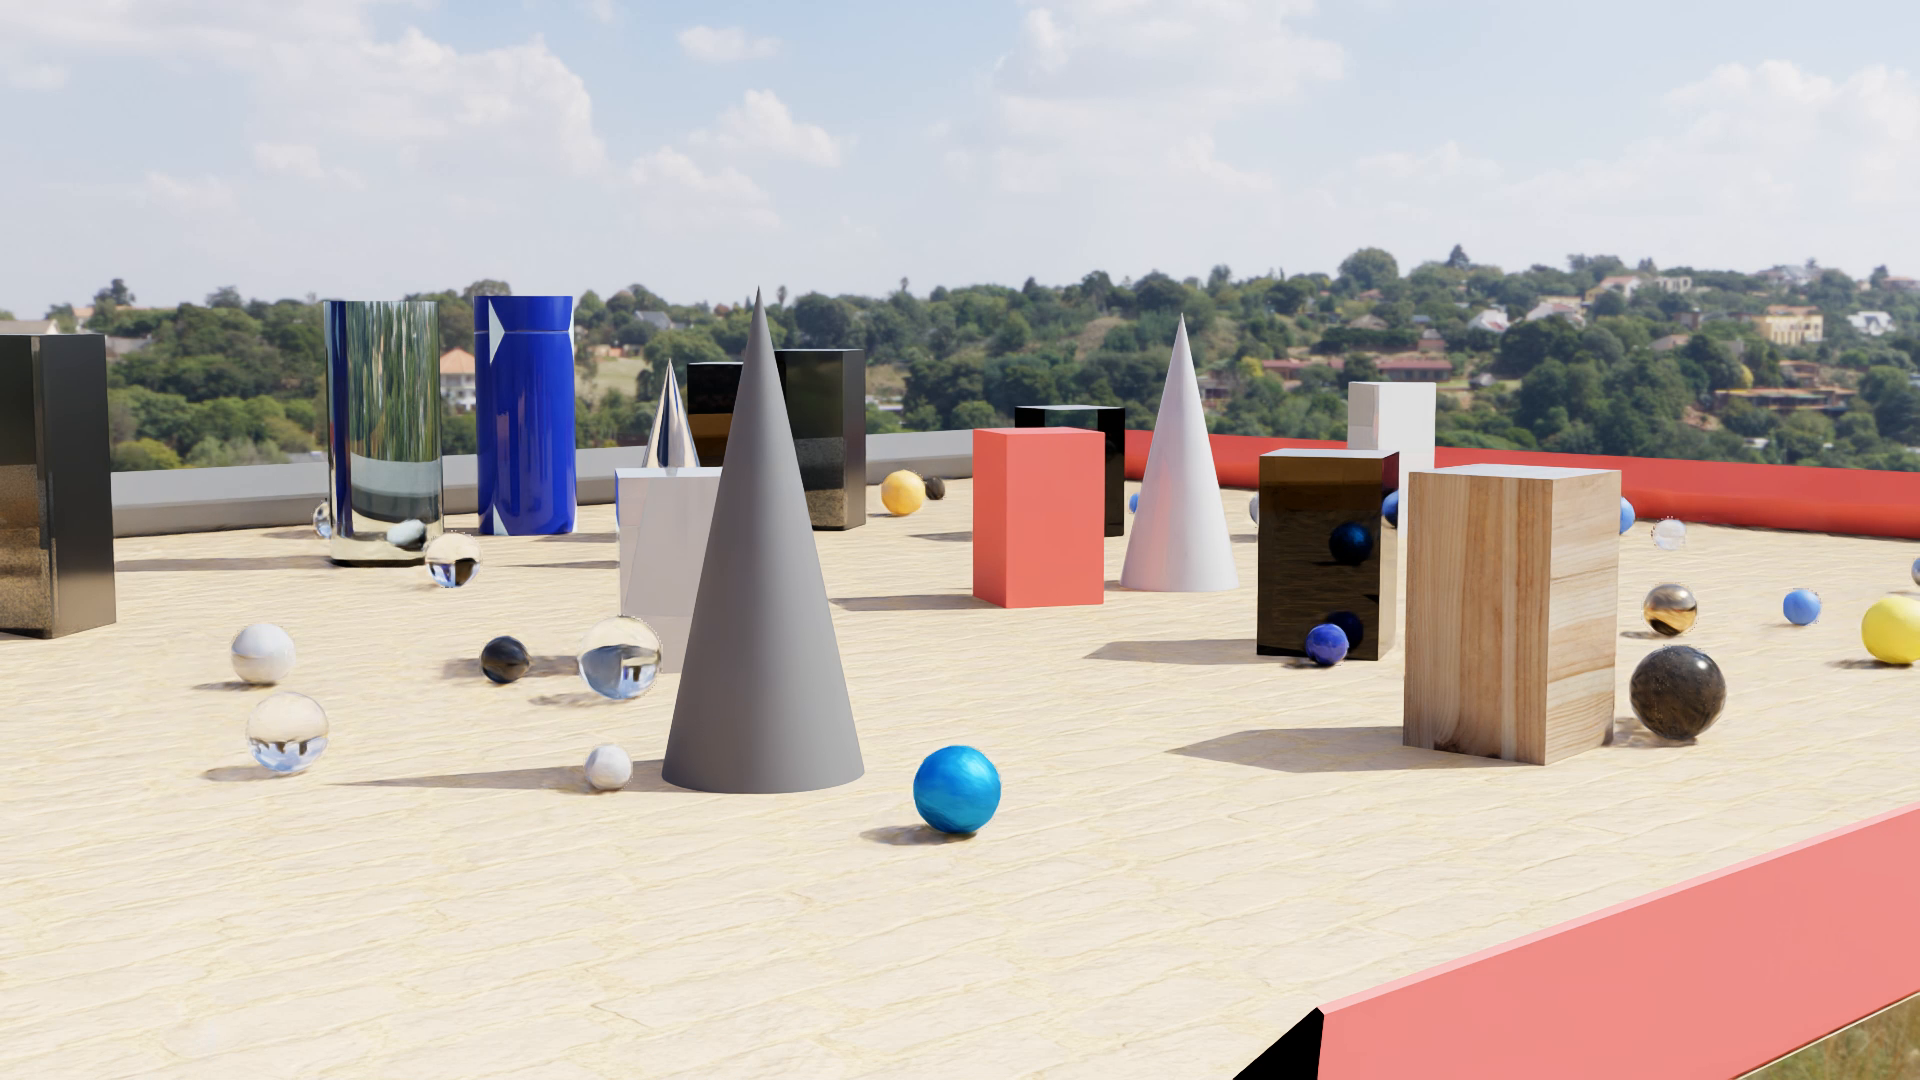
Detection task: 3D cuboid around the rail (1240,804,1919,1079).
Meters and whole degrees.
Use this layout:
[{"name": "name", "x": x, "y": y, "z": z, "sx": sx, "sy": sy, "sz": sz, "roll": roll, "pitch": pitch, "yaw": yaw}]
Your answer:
[{"name": "rail", "x": 1.226, "y": 0.171, "z": 2.011, "sx": 4.057, "sy": 0.127, "sz": 0.045, "roll": -5, "pitch": 8, "yaw": -42}]

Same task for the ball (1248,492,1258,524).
[{"name": "ball", "x": 0.632, "y": -0.065, "z": 4.492, "sx": 0.083, "sy": 0.083, "sz": 0.083, "roll": 0, "pitch": 6, "yaw": 0}]

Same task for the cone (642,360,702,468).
[{"name": "cone", "x": -0.506, "y": -0.138, "z": 3.855, "sx": 0.196, "sy": 0.362, "sz": 0.196, "roll": 0, "pitch": 6, "yaw": 0}]

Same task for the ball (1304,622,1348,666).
[{"name": "ball", "x": 0.459, "y": 0.131, "z": 2.756, "sx": 0.054, "sy": 0.054, "sz": 0.054, "roll": 0, "pitch": 6, "yaw": 0}]

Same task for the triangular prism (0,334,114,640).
[{"name": "triangular prism", "x": -1.255, "y": -0.081, "z": 3.067, "sx": 0.170, "sy": 0.411, "sz": 0.147, "roll": 5, "pitch": 8, "yaw": 39}]

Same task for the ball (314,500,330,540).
[{"name": "ball", "x": -1.128, "y": -0.037, "z": 3.967, "sx": 0.075, "sy": 0.075, "sz": 0.075, "roll": 0, "pitch": 6, "yaw": 0}]

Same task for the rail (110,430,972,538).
[{"name": "rail", "x": -1.226, "y": -0.105, "z": 4.653, "sx": 4.057, "sy": 0.127, "sz": 0.045, "roll": -5, "pitch": 8, "yaw": -42}]

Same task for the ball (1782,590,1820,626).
[{"name": "ball", "x": 1.192, "y": 0.095, "z": 3.114, "sx": 0.051, "sy": 0.051, "sz": 0.051, "roll": 0, "pitch": 6, "yaw": 0}]

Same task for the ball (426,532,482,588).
[{"name": "ball", "x": -0.815, "y": 0.032, "z": 3.538, "sx": 0.089, "sy": 0.089, "sz": 0.089, "roll": 0, "pitch": 6, "yaw": 0}]

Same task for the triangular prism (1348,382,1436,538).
[{"name": "triangular prism", "x": 0.822, "y": -0.159, "z": 4.344, "sx": 0.170, "sy": 0.302, "sz": 0.147, "roll": -5, "pitch": 8, "yaw": -37}]

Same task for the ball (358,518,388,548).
[{"name": "ball", "x": -1.099, "y": -0.012, "z": 4.114, "sx": 0.057, "sy": 0.057, "sz": 0.057, "roll": 0, "pitch": 6, "yaw": 0}]

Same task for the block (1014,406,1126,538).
[{"name": "block", "x": 0.216, "y": -0.136, "z": 4.353, "sx": 0.157, "sy": 0.253, "sz": 0.157, "roll": -4, "pitch": 7, "yaw": -31}]

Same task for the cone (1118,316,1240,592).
[{"name": "cone", "x": 0.356, "y": -0.147, "z": 3.550, "sx": 0.196, "sy": 0.442, "sz": 0.196, "roll": 0, "pitch": 6, "yaw": 0}]

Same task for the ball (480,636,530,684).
[{"name": "ball", "x": -0.544, "y": 0.143, "z": 2.627, "sx": 0.057, "sy": 0.057, "sz": 0.057, "roll": 0, "pitch": 6, "yaw": 0}]

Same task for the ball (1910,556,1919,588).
[{"name": "ball", "x": 1.535, "y": 0.051, "z": 3.468, "sx": 0.066, "sy": 0.066, "sz": 0.066, "roll": 0, "pitch": 6, "yaw": 0}]

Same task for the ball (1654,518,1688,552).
[{"name": "ball", "x": 1.316, "y": -0.010, "z": 4.071, "sx": 0.060, "sy": 0.060, "sz": 0.060, "roll": 0, "pitch": 6, "yaw": 0}]

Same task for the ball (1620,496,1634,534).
[{"name": "ball", "x": 1.297, "y": -0.049, "z": 4.361, "sx": 0.078, "sy": 0.078, "sz": 0.078, "roll": 0, "pitch": 6, "yaw": 0}]

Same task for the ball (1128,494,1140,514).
[{"name": "ball", "x": 0.391, "y": -0.079, "z": 4.795, "sx": 0.047, "sy": 0.047, "sz": 0.047, "roll": 0, "pitch": 6, "yaw": 0}]

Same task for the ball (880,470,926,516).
[{"name": "ball", "x": -0.124, "y": -0.102, "z": 4.777, "sx": 0.098, "sy": 0.098, "sz": 0.098, "roll": 0, "pitch": 6, "yaw": 0}]

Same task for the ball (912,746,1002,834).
[{"name": "ball", "x": -0.003, "y": 0.213, "z": 1.873, "sx": 0.075, "sy": 0.075, "sz": 0.075, "roll": 0, "pitch": 6, "yaw": 0}]

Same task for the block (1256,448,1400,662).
[{"name": "block", "x": 0.484, "y": 0.015, "z": 2.883, "sx": 0.157, "sy": 0.259, "sz": 0.157, "roll": 2, "pitch": 6, "yaw": 19}]

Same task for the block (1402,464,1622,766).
[{"name": "block", "x": 0.565, "y": 0.070, "z": 2.250, "sx": 0.157, "sy": 0.281, "sz": 0.157, "roll": 5, "pitch": 8, "yaw": 40}]

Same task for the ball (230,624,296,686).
[{"name": "ball", "x": -0.826, "y": 0.136, "z": 2.608, "sx": 0.075, "sy": 0.075, "sz": 0.075, "roll": 0, "pitch": 6, "yaw": 0}]

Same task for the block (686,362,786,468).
[{"name": "block", "x": -0.437, "y": -0.177, "z": 4.328, "sx": 0.157, "sy": 0.341, "sz": 0.157, "roll": 1, "pitch": 6, "yaw": 10}]

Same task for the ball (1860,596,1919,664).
[{"name": "ball", "x": 1.180, "y": 0.114, "z": 2.769, "sx": 0.086, "sy": 0.086, "sz": 0.086, "roll": 0, "pitch": 6, "yaw": 0}]

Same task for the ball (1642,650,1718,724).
[{"name": "ball", "x": 0.777, "y": 0.159, "z": 2.376, "sx": 0.078, "sy": 0.078, "sz": 0.078, "roll": 0, "pitch": 6, "yaw": 0}]

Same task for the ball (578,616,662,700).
[{"name": "ball", "x": -0.390, "y": 0.135, "z": 2.521, "sx": 0.095, "sy": 0.095, "sz": 0.095, "roll": 0, "pitch": 6, "yaw": 0}]

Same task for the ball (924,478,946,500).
[{"name": "ball", "x": -0.058, "y": -0.119, "z": 5.162, "sx": 0.052, "sy": 0.052, "sz": 0.052, "roll": 0, "pitch": 6, "yaw": 0}]

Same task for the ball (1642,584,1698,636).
[{"name": "ball", "x": 0.975, "y": 0.095, "z": 3.018, "sx": 0.072, "sy": 0.072, "sz": 0.072, "roll": 0, "pitch": 6, "yaw": 0}]

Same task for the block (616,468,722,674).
[{"name": "block", "x": -0.351, "y": 0.035, "z": 2.769, "sx": 0.157, "sy": 0.242, "sz": 0.157, "roll": -1, "pitch": 6, "yaw": -10}]

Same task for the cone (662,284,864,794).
[{"name": "cone", "x": -0.190, "y": -0.009, "z": 2.101, "sx": 0.196, "sy": 0.469, "sz": 0.196, "roll": 0, "pitch": 6, "yaw": 0}]

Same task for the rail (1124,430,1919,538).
[{"name": "rail", "x": 1.473, "y": -0.108, "z": 4.684, "sx": 0.045, "sy": 0.127, "sz": 3.662, "roll": -5, "pitch": 8, "yaw": -42}]

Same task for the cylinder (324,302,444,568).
[{"name": "cylinder", "x": -1.014, "y": -0.190, "z": 3.878, "sx": 0.196, "sy": 0.459, "sz": 0.196, "roll": 0, "pitch": 6, "yaw": 0}]

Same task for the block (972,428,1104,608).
[{"name": "block", "x": 0.119, "y": -0.037, "z": 3.372, "sx": 0.157, "sy": 0.261, "sz": 0.157, "roll": -2, "pitch": 6, "yaw": -18}]

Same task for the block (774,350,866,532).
[{"name": "block", "x": -0.291, "y": -0.208, "z": 4.512, "sx": 0.157, "sy": 0.363, "sz": 0.157, "roll": 2, "pitch": 6, "yaw": 14}]

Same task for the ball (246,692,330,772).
[{"name": "ball", "x": -0.648, "y": 0.185, "z": 2.121, "sx": 0.078, "sy": 0.078, "sz": 0.078, "roll": 0, "pitch": 6, "yaw": 0}]

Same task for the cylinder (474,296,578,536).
[{"name": "cylinder", "x": -0.872, "y": -0.253, "z": 4.416, "sx": 0.196, "sy": 0.472, "sz": 0.196, "roll": 0, "pitch": 6, "yaw": 0}]

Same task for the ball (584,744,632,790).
[{"name": "ball", "x": -0.327, "y": 0.211, "z": 2.043, "sx": 0.043, "sy": 0.043, "sz": 0.043, "roll": 0, "pitch": 6, "yaw": 0}]

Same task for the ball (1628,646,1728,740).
[{"name": "ball", "x": 0.746, "y": 0.158, "z": 2.288, "sx": 0.098, "sy": 0.098, "sz": 0.098, "roll": 0, "pitch": 6, "yaw": 0}]
